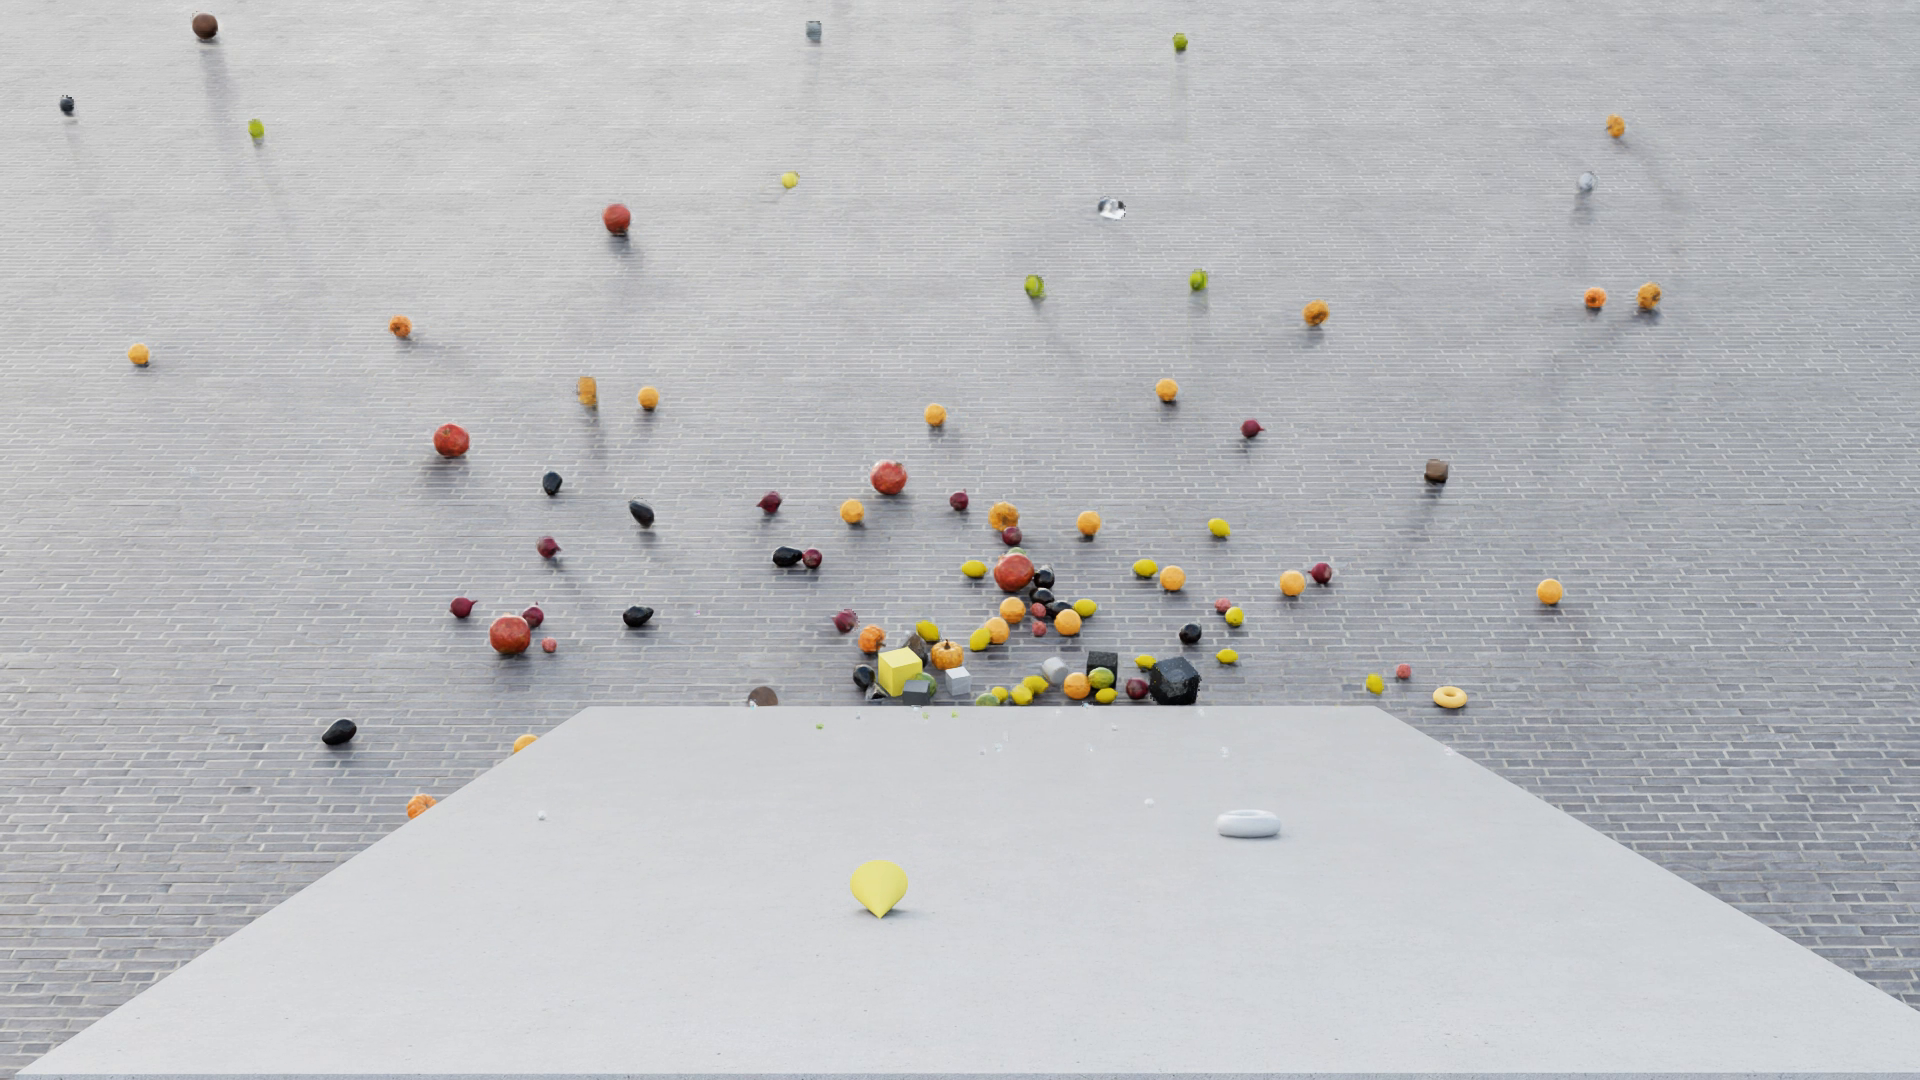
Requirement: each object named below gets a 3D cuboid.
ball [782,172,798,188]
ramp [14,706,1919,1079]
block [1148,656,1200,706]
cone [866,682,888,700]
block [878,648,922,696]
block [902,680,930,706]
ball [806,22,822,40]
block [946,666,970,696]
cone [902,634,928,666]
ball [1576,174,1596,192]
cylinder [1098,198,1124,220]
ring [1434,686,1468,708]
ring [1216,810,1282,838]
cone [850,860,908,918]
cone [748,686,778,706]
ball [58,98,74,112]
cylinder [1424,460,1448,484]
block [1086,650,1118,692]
[{"bbox_3d":[-0.705,-1.491,10.694,0.067,0.067,0.067,0,26,0],"label":"ball"},{"bbox_3d":[0.058,0.526,4.564,2.000,0.100,4.000,0,2,0],"label":"ramp"},{"bbox_3d":[0.560,0.375,6.751,0.091,0.091,0.091,-13,39,-26],"label":"block"},{"bbox_3d":[-0.211,0.405,6.781,0.055,0.055,0.055,21,18,-23],"label":"cone"},{"bbox_3d":[-0.158,0.349,6.826,0.087,0.087,0.087,-12,28,-24],"label":"block"},{"bbox_3d":[-0.114,0.408,6.733,0.062,0.062,0.062,3,26,7],"label":"block"},{"bbox_3d":[-0.728,-2.539,12.863,0.085,0.085,0.085,0,26,0],"label":"ball"},{"bbox_3d":[-0.006,0.373,6.817,0.052,0.052,0.052,-9,27,-19],"label":"block"},{"bbox_3d":[-0.150,0.312,6.957,0.094,0.094,0.094,-20,19,22],"label":"cone"},{"bbox_3d":[2.586,-1.475,10.652,0.076,0.076,0.076,0,26,0],"label":"ball"},{"bbox_3d":[0.607,-1.329,10.345,0.076,0.076,0.076,21,33,37],"label":"cylinder"},{"bbox_3d":[1.285,0.412,6.762,0.088,0.029,0.088,0,24,0],"label":"ring"},{"bbox_3d":[0.475,0.467,4.243,0.109,0.036,0.109,-1,2,0],"label":"ring"},{"bbox_3d":[-0.109,0.488,3.482,0.079,0.079,0.079,-1,28,-2],"label":"cone"},{"bbox_3d":[-0.528,0.426,6.723,0.086,0.086,0.086,-12,2,-24],"label":"cone"},{"bbox_3d":[-4.057,-1.972,11.702,0.066,0.066,0.066,0,26,0],"label":"ball"},{"bbox_3d":[1.484,-0.212,8.028,0.062,0.062,0.062,9,27,19],"label":"cylinder"},{"bbox_3d":[0.376,0.348,6.841,0.076,0.076,0.076,4,26,7],"label":"block"}]
